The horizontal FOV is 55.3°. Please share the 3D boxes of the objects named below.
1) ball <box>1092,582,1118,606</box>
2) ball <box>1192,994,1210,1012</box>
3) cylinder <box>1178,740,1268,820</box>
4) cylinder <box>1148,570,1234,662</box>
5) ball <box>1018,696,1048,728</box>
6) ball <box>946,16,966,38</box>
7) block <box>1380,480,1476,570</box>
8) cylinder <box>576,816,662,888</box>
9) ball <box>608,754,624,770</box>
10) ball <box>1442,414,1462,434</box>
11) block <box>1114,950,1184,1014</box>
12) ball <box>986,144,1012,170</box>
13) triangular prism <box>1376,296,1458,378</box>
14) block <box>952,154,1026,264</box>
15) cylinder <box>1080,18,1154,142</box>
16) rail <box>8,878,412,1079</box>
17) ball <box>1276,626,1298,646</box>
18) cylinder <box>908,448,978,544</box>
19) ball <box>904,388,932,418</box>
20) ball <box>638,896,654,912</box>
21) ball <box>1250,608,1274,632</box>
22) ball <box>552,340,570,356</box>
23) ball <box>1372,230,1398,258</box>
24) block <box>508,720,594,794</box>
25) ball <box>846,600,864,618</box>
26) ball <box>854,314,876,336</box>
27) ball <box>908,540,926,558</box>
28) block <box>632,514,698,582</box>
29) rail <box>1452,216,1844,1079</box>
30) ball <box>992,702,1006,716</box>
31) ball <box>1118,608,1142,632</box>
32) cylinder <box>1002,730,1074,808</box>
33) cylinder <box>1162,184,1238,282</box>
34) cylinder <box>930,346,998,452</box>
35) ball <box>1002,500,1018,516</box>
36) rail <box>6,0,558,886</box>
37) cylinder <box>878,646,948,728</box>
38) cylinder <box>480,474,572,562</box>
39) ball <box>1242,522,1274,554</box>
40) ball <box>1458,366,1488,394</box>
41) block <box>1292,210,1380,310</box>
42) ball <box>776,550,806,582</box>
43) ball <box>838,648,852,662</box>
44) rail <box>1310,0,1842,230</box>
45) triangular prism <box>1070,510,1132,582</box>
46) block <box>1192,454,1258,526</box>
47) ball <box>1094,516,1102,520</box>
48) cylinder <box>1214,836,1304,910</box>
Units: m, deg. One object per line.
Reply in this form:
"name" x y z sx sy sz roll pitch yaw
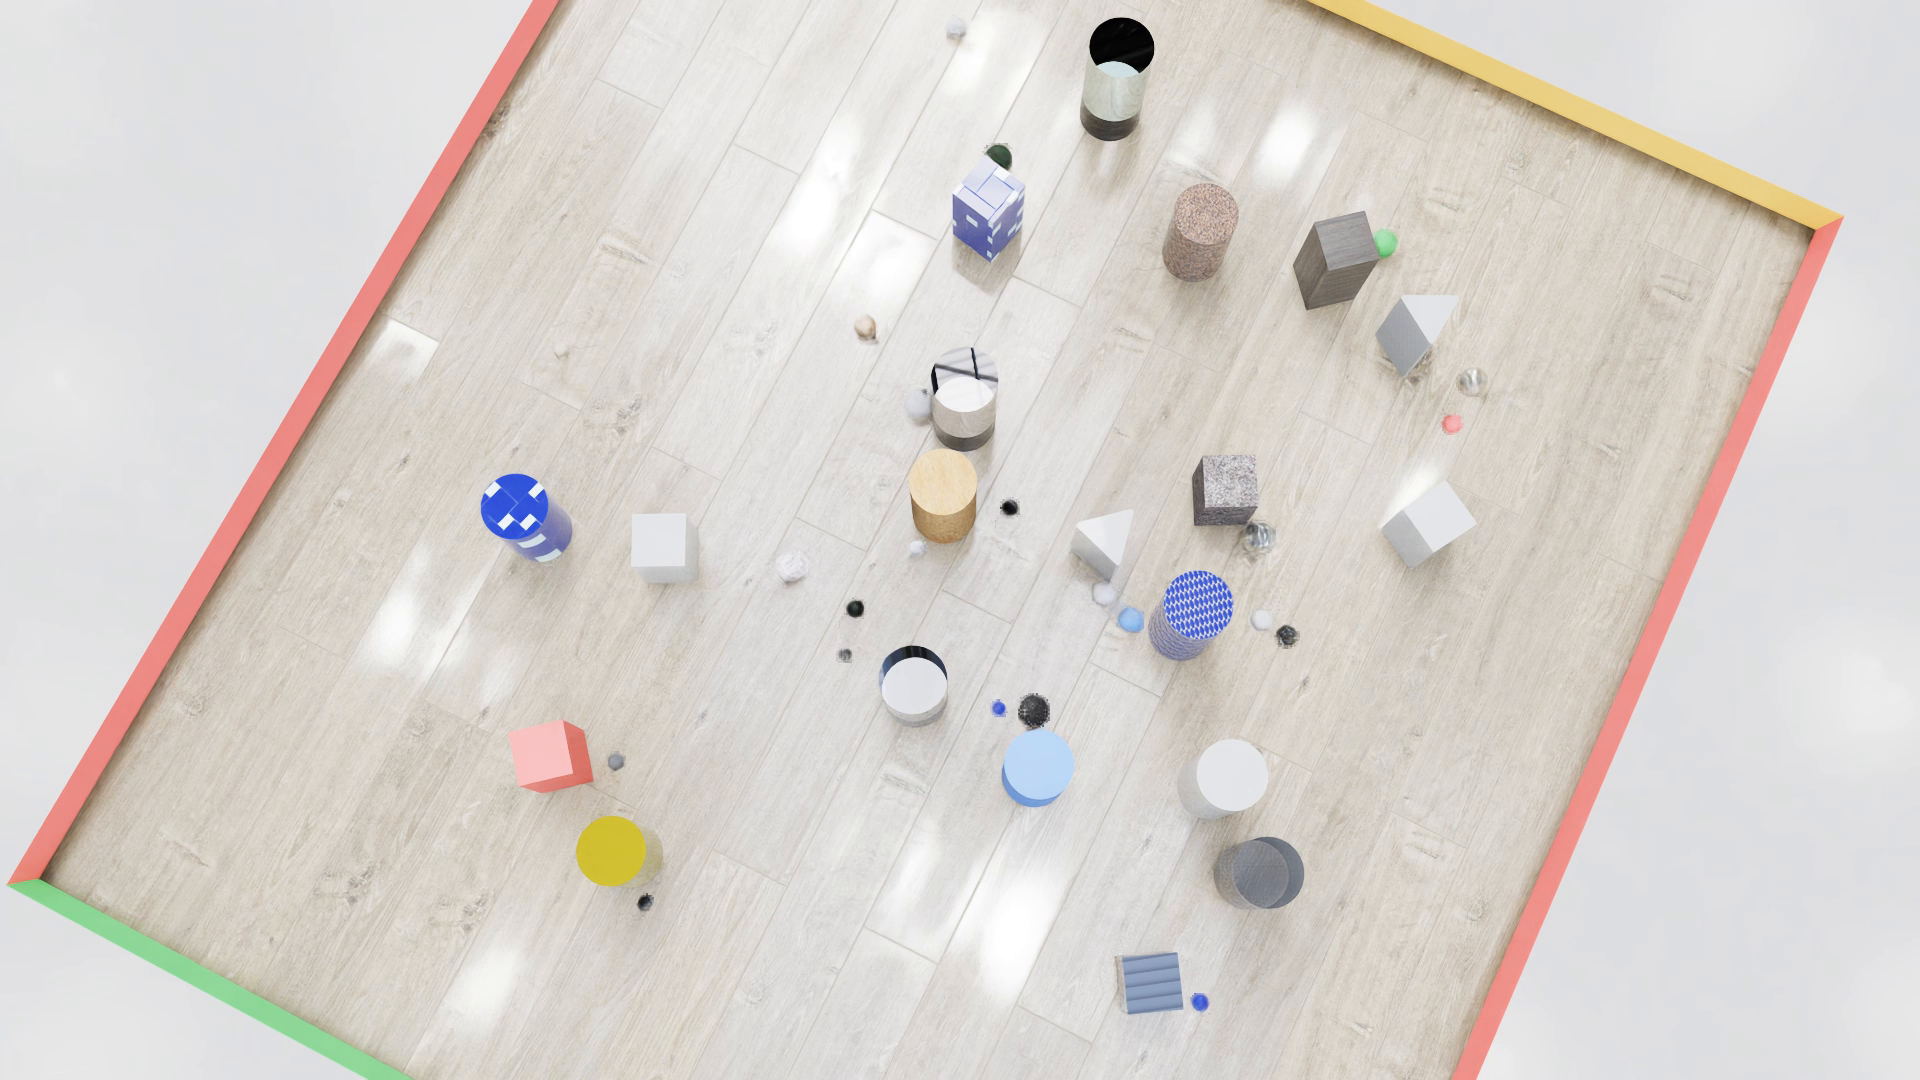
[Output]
"ball" 0.438 0.162 5.543 0.076 0.076 0.076 0 78 0
"ball" 0.698 1.343 5.313 0.050 0.050 0.050 0 78 0
"cylinder" 0.746 0.689 5.239 0.196 0.460 0.196 0 78 0
"cylinder" 0.667 0.226 5.342 0.196 0.446 0.196 0 78 0
"ball" 0.218 0.510 5.463 0.094 0.094 0.094 0 78 0
"ball" -0.013 -1.661 5.926 0.068 0.068 0.068 0 78 0
"block" 1.399 -0.041 5.482 0.156 0.281 0.156 -33 80 -6
"cylinder" -0.977 0.901 5.276 0.196 0.302 0.196 0 78 0
"ball" -1.024 0.661 5.455 0.050 0.050 0.050 0 78 0
"ball" 1.523 -0.360 5.661 0.060 0.060 0.060 0 78 0
"block" 0.538 1.261 5.230 0.156 0.246 0.156 -5 78 -1
"ball" 0.122 -1.213 5.822 0.090 0.090 0.090 0 78 0
"triangular prism" 1.365 -0.648 5.572 0.147 0.350 0.169 30 80 6
"block" 0.087 -1.017 5.655 0.156 0.337 0.156 38 81 7
"cylinder" 0.482 -1.421 5.678 0.196 0.456 0.196 0 78 0
"rail" -0.949 1.865 5.165 4.006 0.127 0.045 26 80 5
"ball" 0.985 0.289 5.524 0.064 0.064 0.064 0 78 0
"cylinder" -0.049 -0.126 5.436 0.196 0.404 0.196 0 78 0
"ball" -0.127 -0.422 5.642 0.088 0.088 0.088 0 78 0
"ball" -0.923 1.066 5.372 0.046 0.046 0.046 0 78 0
"ball" 0.912 0.241 5.532 0.069 0.069 0.069 0 78 0
"ball" -1.245 -0.598 5.714 0.052 0.052 0.052 0 78 0
"ball" 1.332 -0.933 5.765 0.088 0.088 0.088 0 78 0
"block" -1.186 0.632 5.331 0.156 0.302 0.156 -13 79 -3
"ball" -0.316 0.208 5.545 0.055 0.055 0.055 0 78 0
"ball" -0.295 -0.669 5.719 0.070 0.070 0.070 0 78 0
"ball" -0.132 0.026 5.584 0.053 0.053 0.053 0 78 0
"block" -0.879 0.027 5.476 0.156 0.265 0.156 -1 78 0
"rail" 1.770 0.873 5.370 0.045 0.127 4.290 26 80 5
"ball" 0.117 0.504 5.491 0.041 0.041 0.041 0 78 0
"ball" 0.515 0.240 5.529 0.074 0.074 0.074 0 78 0
"cylinder" 0.221 0.663 5.293 0.196 0.364 0.196 0 78 0
"cylinder" 0.737 -0.943 5.644 0.196 0.329 0.196 0 78 0
"cylinder" 0.013 -0.414 5.470 0.196 0.455 0.196 0 78 0
"ball" 0.154 -0.099 5.611 0.051 0.051 0.051 0 78 0
"rail" -1.770 -0.860 5.729 0.045 0.127 4.290 26 80 5
"cylinder" -0.133 0.430 5.339 0.196 0.368 0.196 0 78 0
"cylinder" -1.286 -0.063 5.456 0.196 0.340 0.196 0 78 0
"ball" 0.907 -0.009 5.568 0.098 0.098 0.098 0 78 0
"ball" 1.589 -0.493 5.674 0.087 0.087 0.087 0 78 0
"block" 1.147 -0.851 5.608 0.156 0.363 0.156 -14 79 -3
"ball" -0.513 0.079 5.554 0.091 0.091 0.091 0 78 0
"ball" -0.346 0.346 5.524 0.041 0.041 0.041 0 78 0
"rail" 0.949 -1.851 5.934 4.006 0.127 0.045 26 80 5
"triangular prism" 0.450 -0.006 5.460 0.147 0.310 0.169 -44 82 -8
"block" 0.796 -0.148 5.514 0.156 0.260 0.156 -1 78 0
"ball" 0.426 -0.043 5.597 0.055 0.055 0.055 0 78 0
"cylinder" 0.847 0.952 5.217 0.196 0.396 0.196 0 78 0
